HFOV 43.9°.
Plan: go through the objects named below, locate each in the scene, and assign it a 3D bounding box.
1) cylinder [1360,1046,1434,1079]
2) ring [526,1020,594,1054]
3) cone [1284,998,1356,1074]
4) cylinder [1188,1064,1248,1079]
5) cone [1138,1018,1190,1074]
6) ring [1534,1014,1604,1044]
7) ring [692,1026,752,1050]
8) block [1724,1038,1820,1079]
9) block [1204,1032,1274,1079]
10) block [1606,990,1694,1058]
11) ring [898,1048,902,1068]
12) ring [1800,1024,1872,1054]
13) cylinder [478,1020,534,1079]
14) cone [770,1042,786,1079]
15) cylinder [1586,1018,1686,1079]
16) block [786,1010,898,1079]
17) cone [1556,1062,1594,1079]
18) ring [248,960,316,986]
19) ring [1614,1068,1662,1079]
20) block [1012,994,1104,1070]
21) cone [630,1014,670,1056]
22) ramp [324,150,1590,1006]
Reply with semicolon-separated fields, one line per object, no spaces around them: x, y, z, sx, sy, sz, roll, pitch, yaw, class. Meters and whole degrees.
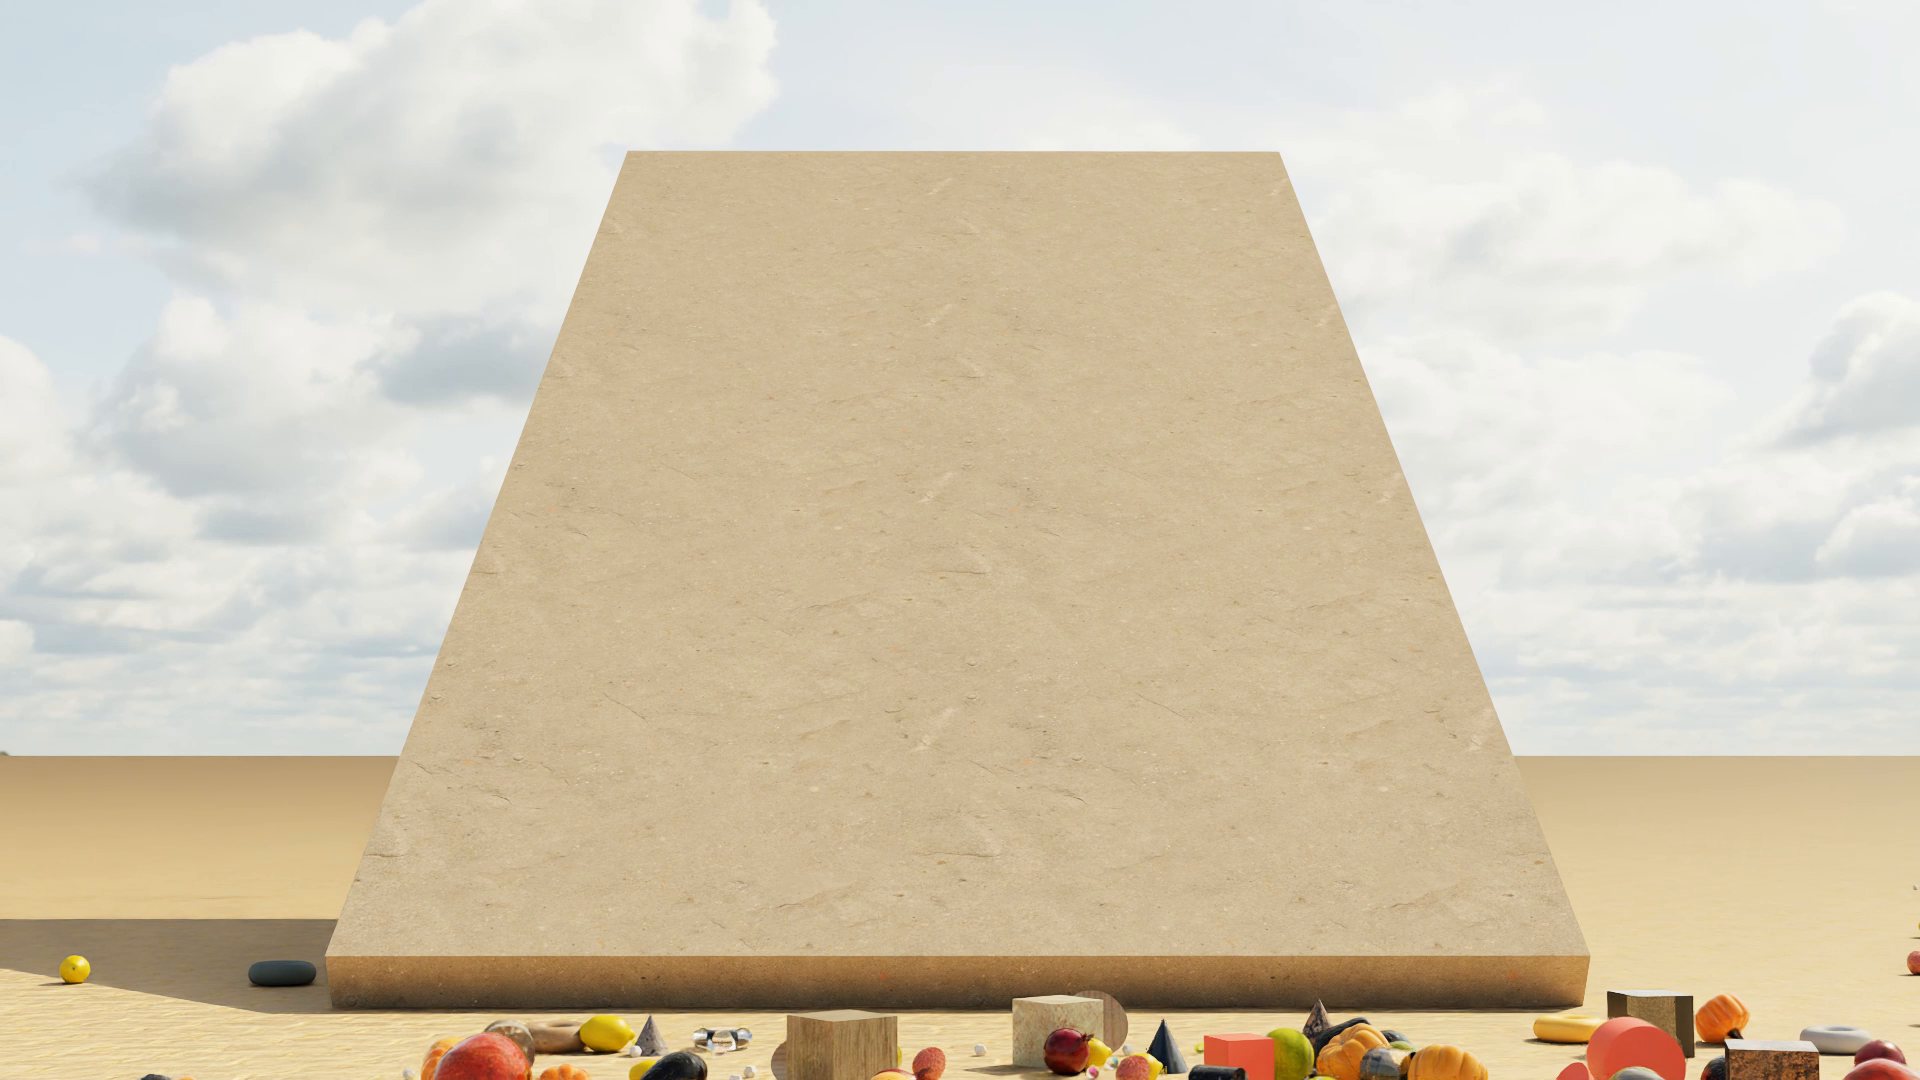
0.510;0.626;2.781;0.060;0.060;0.060;4;-6;-35;cylinder
-0.554;0.680;3.257;0.106;0.035;0.106;1;-4;0;ring
0.461;0.634;3.057;0.092;0.092;0.092;0;-5;0;cone
0.291;0.620;2.683;0.053;0.053;0.053;-3;-6;31;cylinder
0.260;0.645;3.043;0.067;0.067;0.067;0;-5;0;cone
0.860;0.690;3.357;0.101;0.034;0.101;0;-6;0;ring
-0.326;0.685;3.269;0.083;0.028;0.083;0;-6;0;ring
0.877;0.591;2.570;0.091;0.091;0.091;-1;-5;15;block
0.337;0.633;2.879;0.062;0.062;0.062;2;-5;-22;block
0.929;0.651;3.203;0.082;0.082;0.082;1;-5;-13;block
-0.136;0.654;3.000;0.128;0.043;0.128;0;-6;0;ring
1.193;0.680;3.239;0.094;0.031;0.094;-1;-4;0;ring
-0.566;0.637;2.966;0.070;0.070;0.070;1;-5;-12;cylinder
-0.198;0.658;2.958;0.058;0.058;0.058;-2;-32;17;cone
0.789;0.609;2.778;0.093;0.093;0.093;0;-5;2;cylinder
-0.140;0.612;2.825;0.094;0.094;0.094;4;-6;-39;block
0.695;0.623;2.601;0.077;0.077;0.077;28;-11;-10;cone
-1.187;0.759;4.167;0.115;0.038;0.115;1;-6;0;ring
0.708;0.575;2.375;0.126;0.042;0.126;37;-11;8;ring
0.128;0.642;3.103;0.084;0.084;0.084;4;-6;-39;block
-0.417;0.666;3.207;0.055;0.055;0.055;0;-5;0;cone
-0.011;-0.224;5.555;2.000;0.100;4.000;0;28;0;ramp
